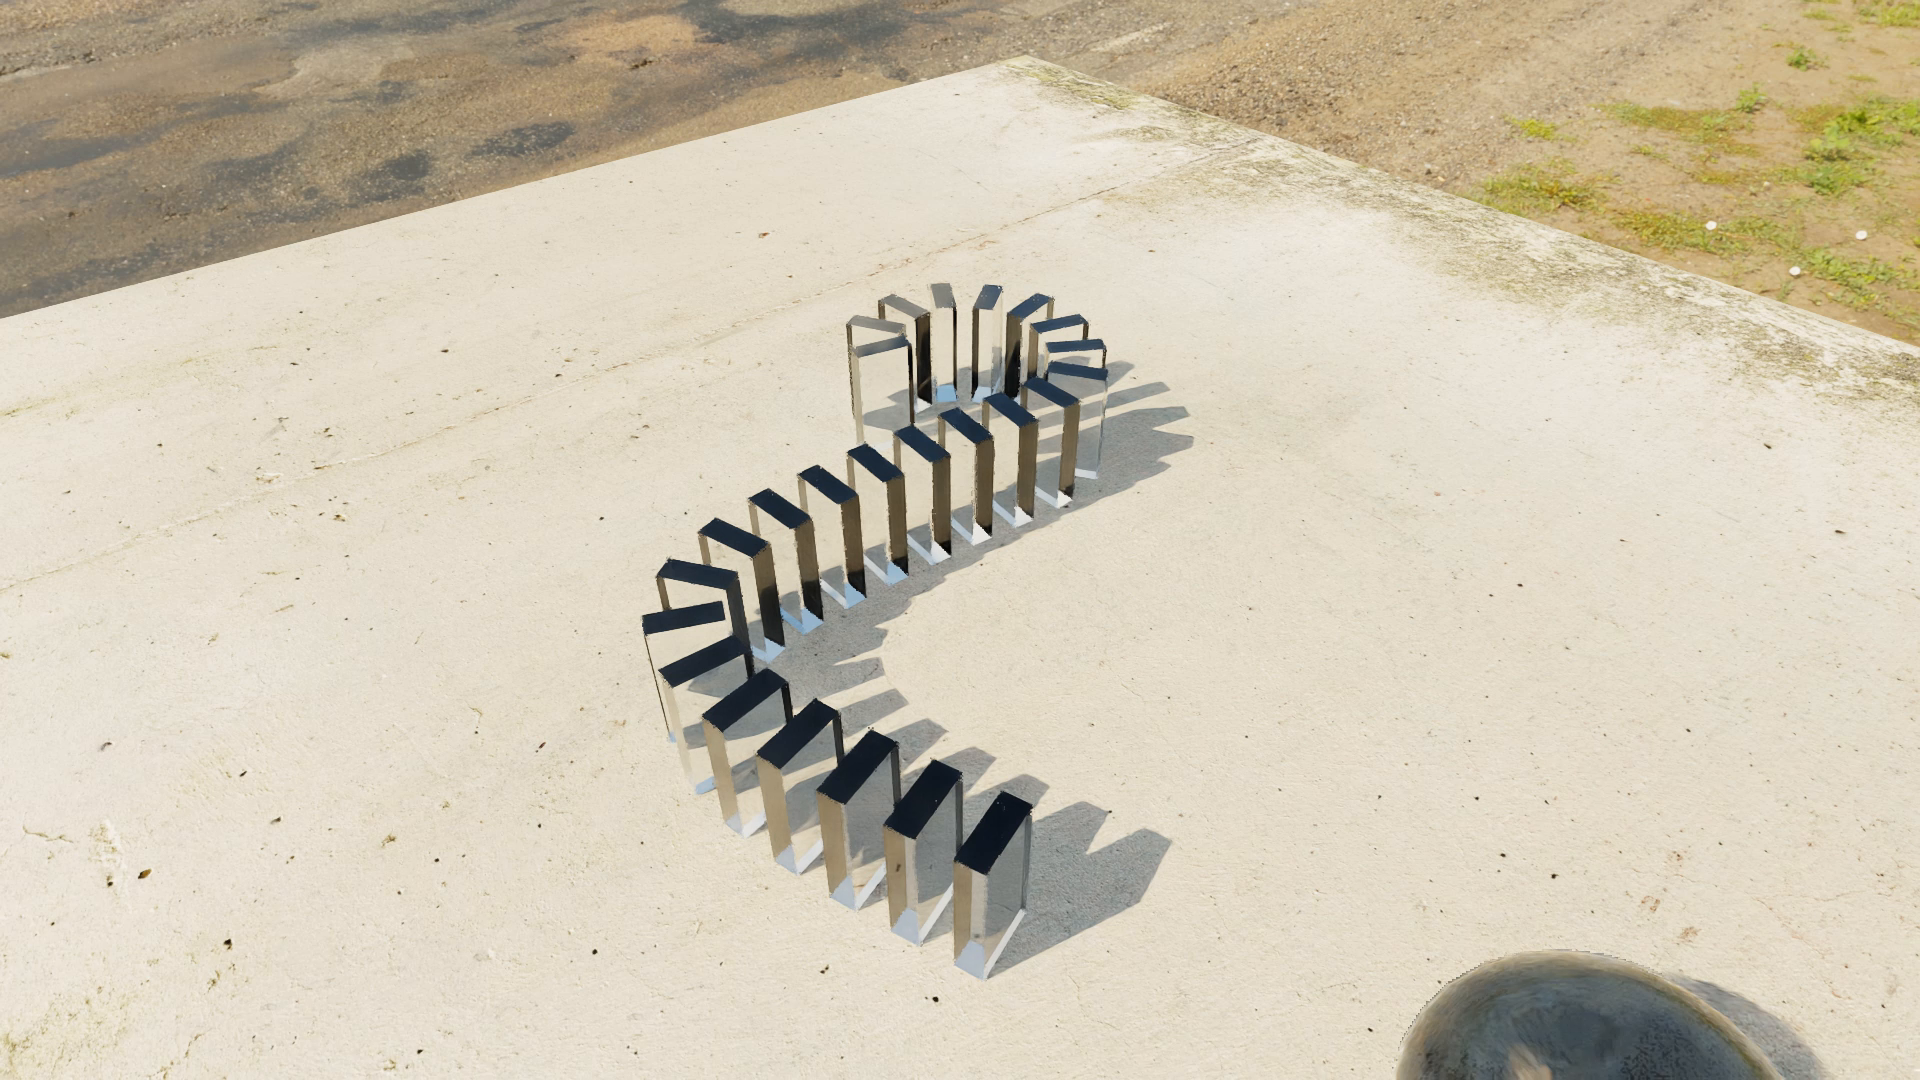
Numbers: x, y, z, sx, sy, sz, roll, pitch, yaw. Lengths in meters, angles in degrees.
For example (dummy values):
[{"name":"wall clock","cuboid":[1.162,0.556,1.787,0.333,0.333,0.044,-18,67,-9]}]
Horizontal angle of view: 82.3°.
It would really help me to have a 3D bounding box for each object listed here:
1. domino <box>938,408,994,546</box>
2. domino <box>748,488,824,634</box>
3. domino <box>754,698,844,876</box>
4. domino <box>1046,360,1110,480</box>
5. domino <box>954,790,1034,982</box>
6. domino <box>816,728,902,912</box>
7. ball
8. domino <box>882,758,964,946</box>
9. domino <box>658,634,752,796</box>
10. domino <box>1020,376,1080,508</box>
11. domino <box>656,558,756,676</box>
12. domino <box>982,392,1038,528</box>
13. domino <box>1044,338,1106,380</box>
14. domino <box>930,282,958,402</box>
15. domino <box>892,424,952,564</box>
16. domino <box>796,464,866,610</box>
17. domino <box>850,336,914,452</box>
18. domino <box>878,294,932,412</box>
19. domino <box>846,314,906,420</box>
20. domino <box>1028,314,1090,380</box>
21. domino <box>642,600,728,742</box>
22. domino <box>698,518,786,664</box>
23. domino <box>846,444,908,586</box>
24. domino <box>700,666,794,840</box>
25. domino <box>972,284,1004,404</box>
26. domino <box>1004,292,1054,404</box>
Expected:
[{"name":"domino","cuboid":[0.002,-0.025,0.442,0.010,0.050,0.025,-23,45,-26]},{"name":"domino","cuboid":[-0.063,0.008,0.401,0.025,0.050,0.010,32,49,33]},{"name":"domino","cuboid":[-0.045,0.073,0.322,0.009,0.050,0.025,24,45,27]},{"name":"domino","cuboid":[0.049,-0.051,0.474,0.025,0.050,0.009,11,41,13]},{"name":"domino","cuboid":[0.009,0.094,0.297,0.009,0.050,0.025,21,44,23]},{"name":"domino","cuboid":[-0.028,0.080,0.313,0.009,0.050,0.025,21,44,24]},{"name":"ball","cuboid":[0.133,0.129,0.230,0.080,0.080,0.080,0,39,0]},{"name":"domino","cuboid":[-0.010,0.087,0.305,0.010,0.050,0.025,20,43,23]},{"name":"domino","cuboid":[-0.076,0.055,0.344,0.025,0.050,0.009,-25,46,-28]},{"name":"domino","cuboid":[0.037,-0.041,0.461,0.009,0.050,0.025,-29,48,-31]},{"name":"domino","cuboid":[-0.086,0.030,0.374,0.025,0.050,0.009,10,40,12]},{"name":"domino","cuboid":[0.020,-0.033,0.451,0.010,0.050,0.025,-23,45,-26]},{"name":"domino","cuboid":[0.050,-0.064,0.490,0.025,0.050,0.009,-5,40,-6]},{"name":"domino","cuboid":[-0.008,-0.094,0.527,0.009,0.050,0.025,-5,40,-6]},{"name":"domino","cuboid":[-0.015,-0.017,0.433,0.009,0.050,0.025,-25,45,-27]},{"name":"domino","cuboid":[-0.048,-0.001,0.413,0.010,0.050,0.025,-29,48,-31]},{"name":"domino","cuboid":[-0.034,-0.064,0.490,0.025,0.050,0.010,-18,42,-20]},{"name":"domino","cuboid":[-0.026,-0.088,0.519,0.025,0.050,0.009,32,49,33]},{"name":"domino","cuboid":[-0.037,-0.077,0.505,0.025,0.050,0.009,14,41,16]},{"name":"domino","cuboid":[0.044,-0.077,0.506,0.025,0.050,0.010,-15,42,-18]},{"name":"domino","cuboid":[-0.086,0.044,0.358,0.025,0.050,0.009,-10,40,-12]},{"name":"domino","cuboid":[-0.077,0.018,0.389,0.025,0.050,0.009,23,44,25]},{"name":"domino","cuboid":[-0.032,-0.009,0.423,0.010,0.050,0.025,-26,46,-28]},{"name":"domino","cuboid":[-0.062,0.065,0.332,0.010,0.050,0.025,28,47,30]},{"name":"domino","cuboid":[0.013,-0.093,0.525,0.009,0.050,0.025,9,40,10]},{"name":"domino","cuboid":[0.032,-0.088,0.519,0.009,0.050,0.025,25,46,27]}]
